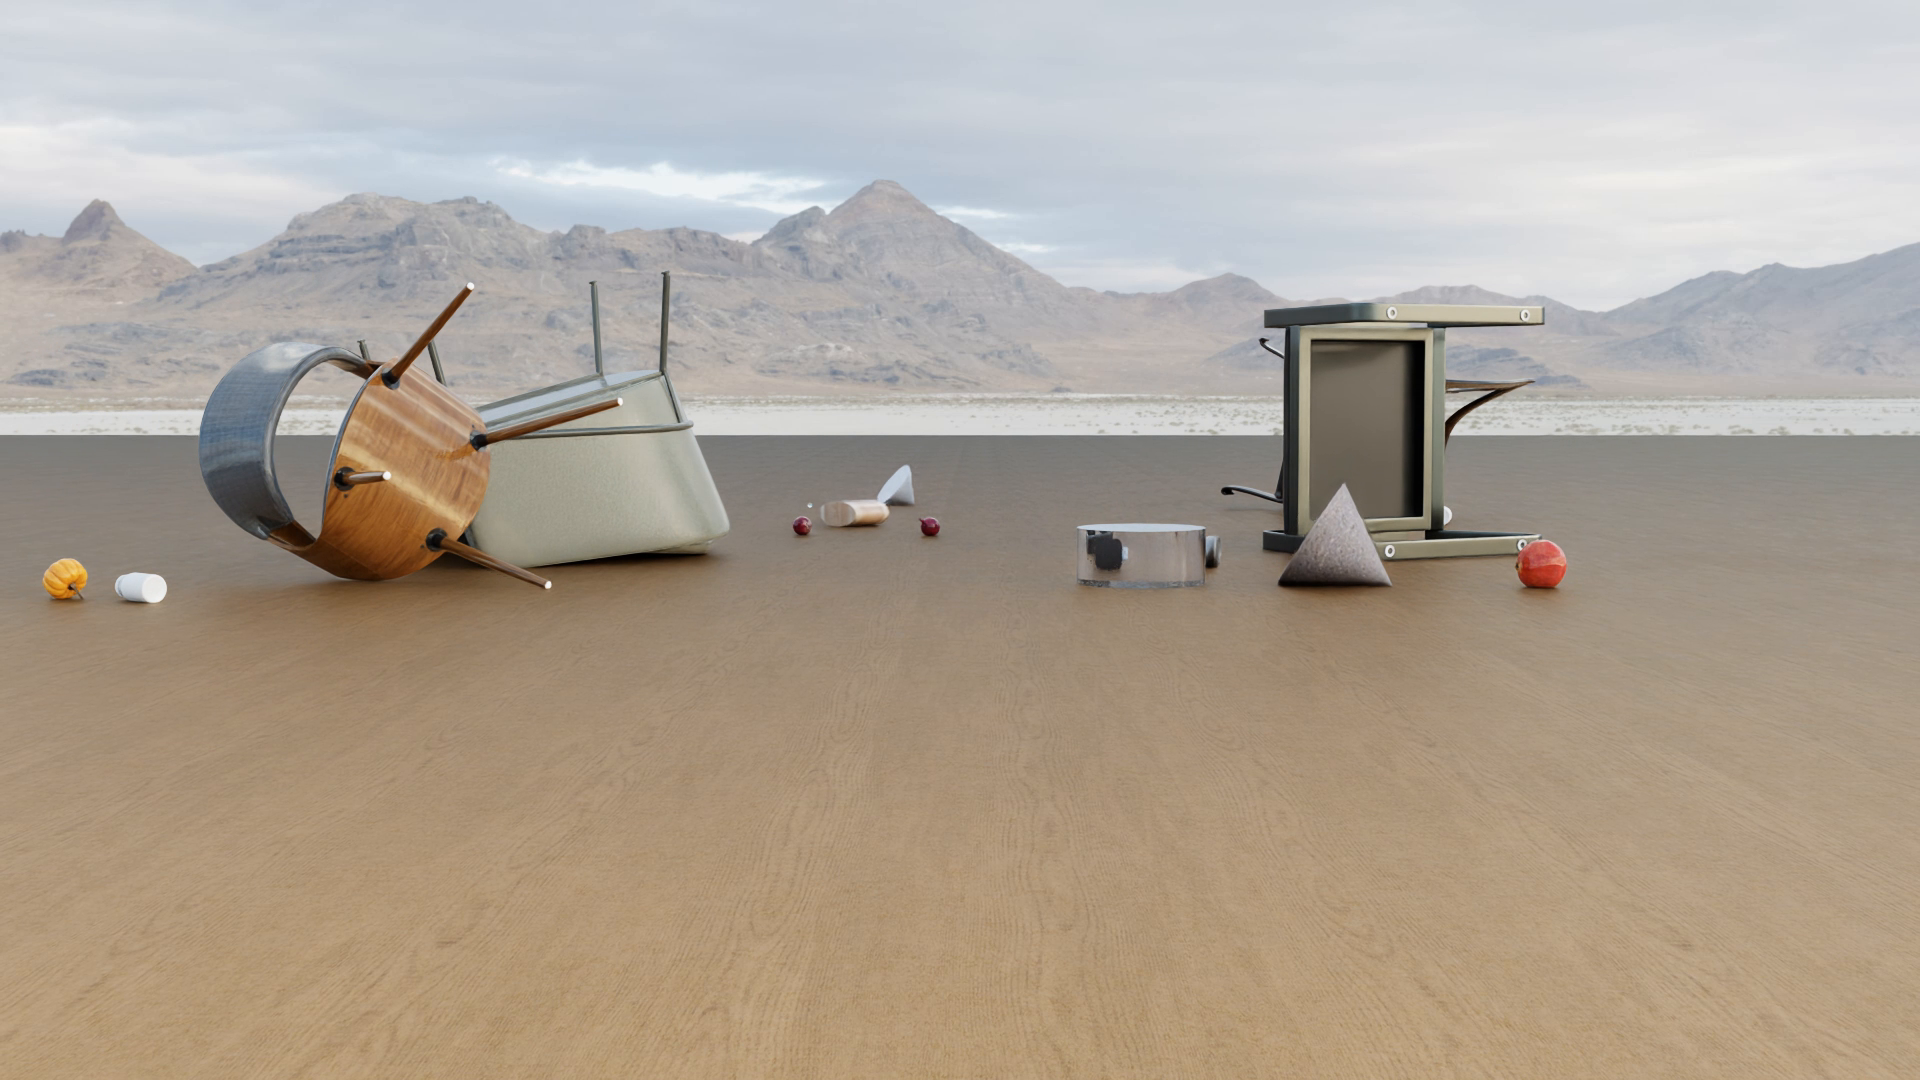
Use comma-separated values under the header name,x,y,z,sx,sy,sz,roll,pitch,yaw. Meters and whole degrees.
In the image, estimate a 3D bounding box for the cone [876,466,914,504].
name,x,y,z,sx,sy,sz,roll,pitch,yaw
cone,-0.219,-0.177,8.575,0.193,0.117,0.208,-40,19,26

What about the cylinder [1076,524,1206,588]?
name,x,y,z,sx,sy,sz,roll,pitch,yaw
cylinder,0.420,0.035,5.093,0.300,0.129,0.295,-3,5,-41

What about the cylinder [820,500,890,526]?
name,x,y,z,sx,sy,sz,roll,pitch,yaw
cylinder,-0.348,-0.089,7.243,0.176,0.083,0.151,4,6,44

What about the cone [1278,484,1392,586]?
name,x,y,z,sx,sy,sz,roll,pitch,yaw
cone,0.896,0.045,5.035,0.219,0.273,0.314,34,-9,9
